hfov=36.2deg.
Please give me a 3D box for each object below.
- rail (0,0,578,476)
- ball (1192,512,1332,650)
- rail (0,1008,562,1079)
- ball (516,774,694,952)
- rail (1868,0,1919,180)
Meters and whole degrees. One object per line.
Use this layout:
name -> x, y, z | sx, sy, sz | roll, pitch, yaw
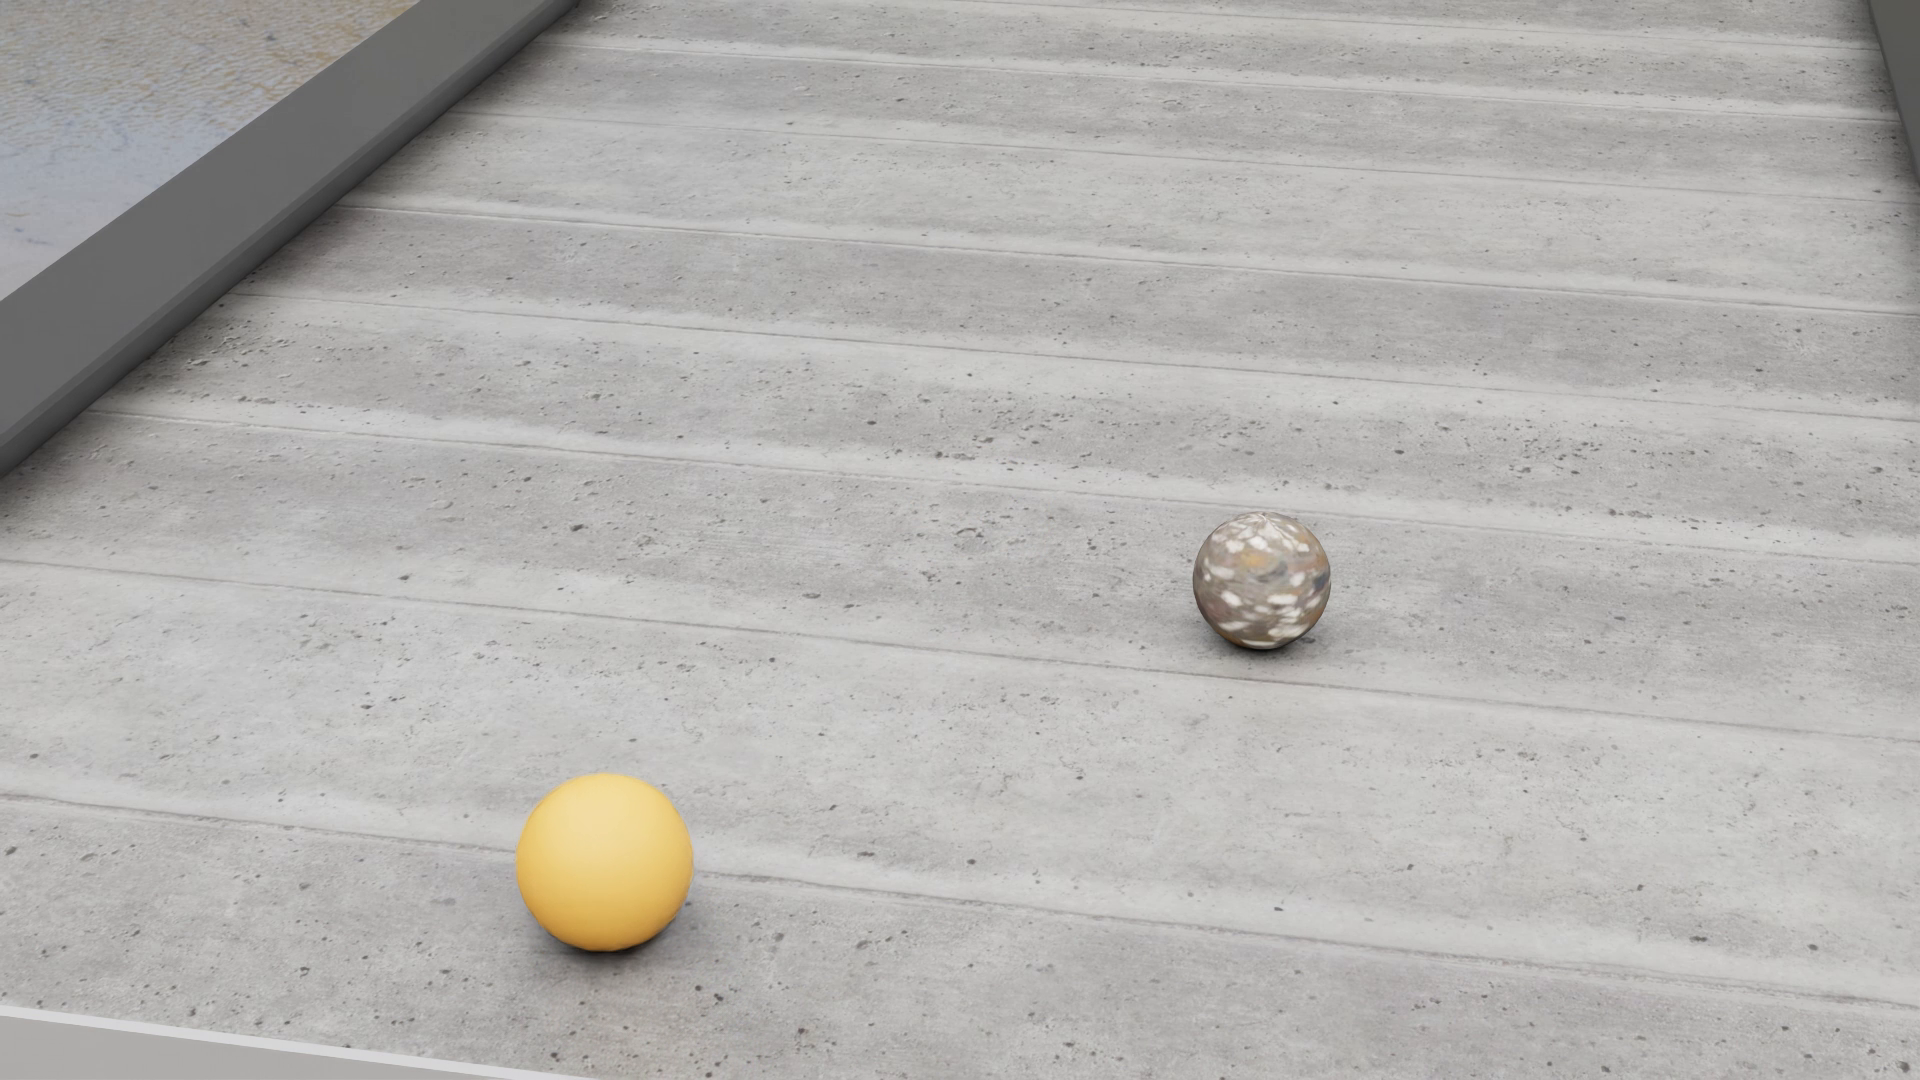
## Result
rail -> -0.522, -0.367, 2.600 | 0.045, 0.118, 2.796 | 5, 26, 10
ball -> 0.186, 0.025, 1.818 | 0.086, 0.086, 0.086 | 0, 25, 0
rail -> -0.135, 0.270, 1.263 | 1.398, 0.118, 0.045 | 5, 26, 10
ball -> -0.183, 0.166, 1.515 | 0.091, 0.091, 0.091 | 0, 25, 0
rail -> 0.802, -0.251, 2.356 | 0.045, 0.118, 2.796 | 5, 26, 10
